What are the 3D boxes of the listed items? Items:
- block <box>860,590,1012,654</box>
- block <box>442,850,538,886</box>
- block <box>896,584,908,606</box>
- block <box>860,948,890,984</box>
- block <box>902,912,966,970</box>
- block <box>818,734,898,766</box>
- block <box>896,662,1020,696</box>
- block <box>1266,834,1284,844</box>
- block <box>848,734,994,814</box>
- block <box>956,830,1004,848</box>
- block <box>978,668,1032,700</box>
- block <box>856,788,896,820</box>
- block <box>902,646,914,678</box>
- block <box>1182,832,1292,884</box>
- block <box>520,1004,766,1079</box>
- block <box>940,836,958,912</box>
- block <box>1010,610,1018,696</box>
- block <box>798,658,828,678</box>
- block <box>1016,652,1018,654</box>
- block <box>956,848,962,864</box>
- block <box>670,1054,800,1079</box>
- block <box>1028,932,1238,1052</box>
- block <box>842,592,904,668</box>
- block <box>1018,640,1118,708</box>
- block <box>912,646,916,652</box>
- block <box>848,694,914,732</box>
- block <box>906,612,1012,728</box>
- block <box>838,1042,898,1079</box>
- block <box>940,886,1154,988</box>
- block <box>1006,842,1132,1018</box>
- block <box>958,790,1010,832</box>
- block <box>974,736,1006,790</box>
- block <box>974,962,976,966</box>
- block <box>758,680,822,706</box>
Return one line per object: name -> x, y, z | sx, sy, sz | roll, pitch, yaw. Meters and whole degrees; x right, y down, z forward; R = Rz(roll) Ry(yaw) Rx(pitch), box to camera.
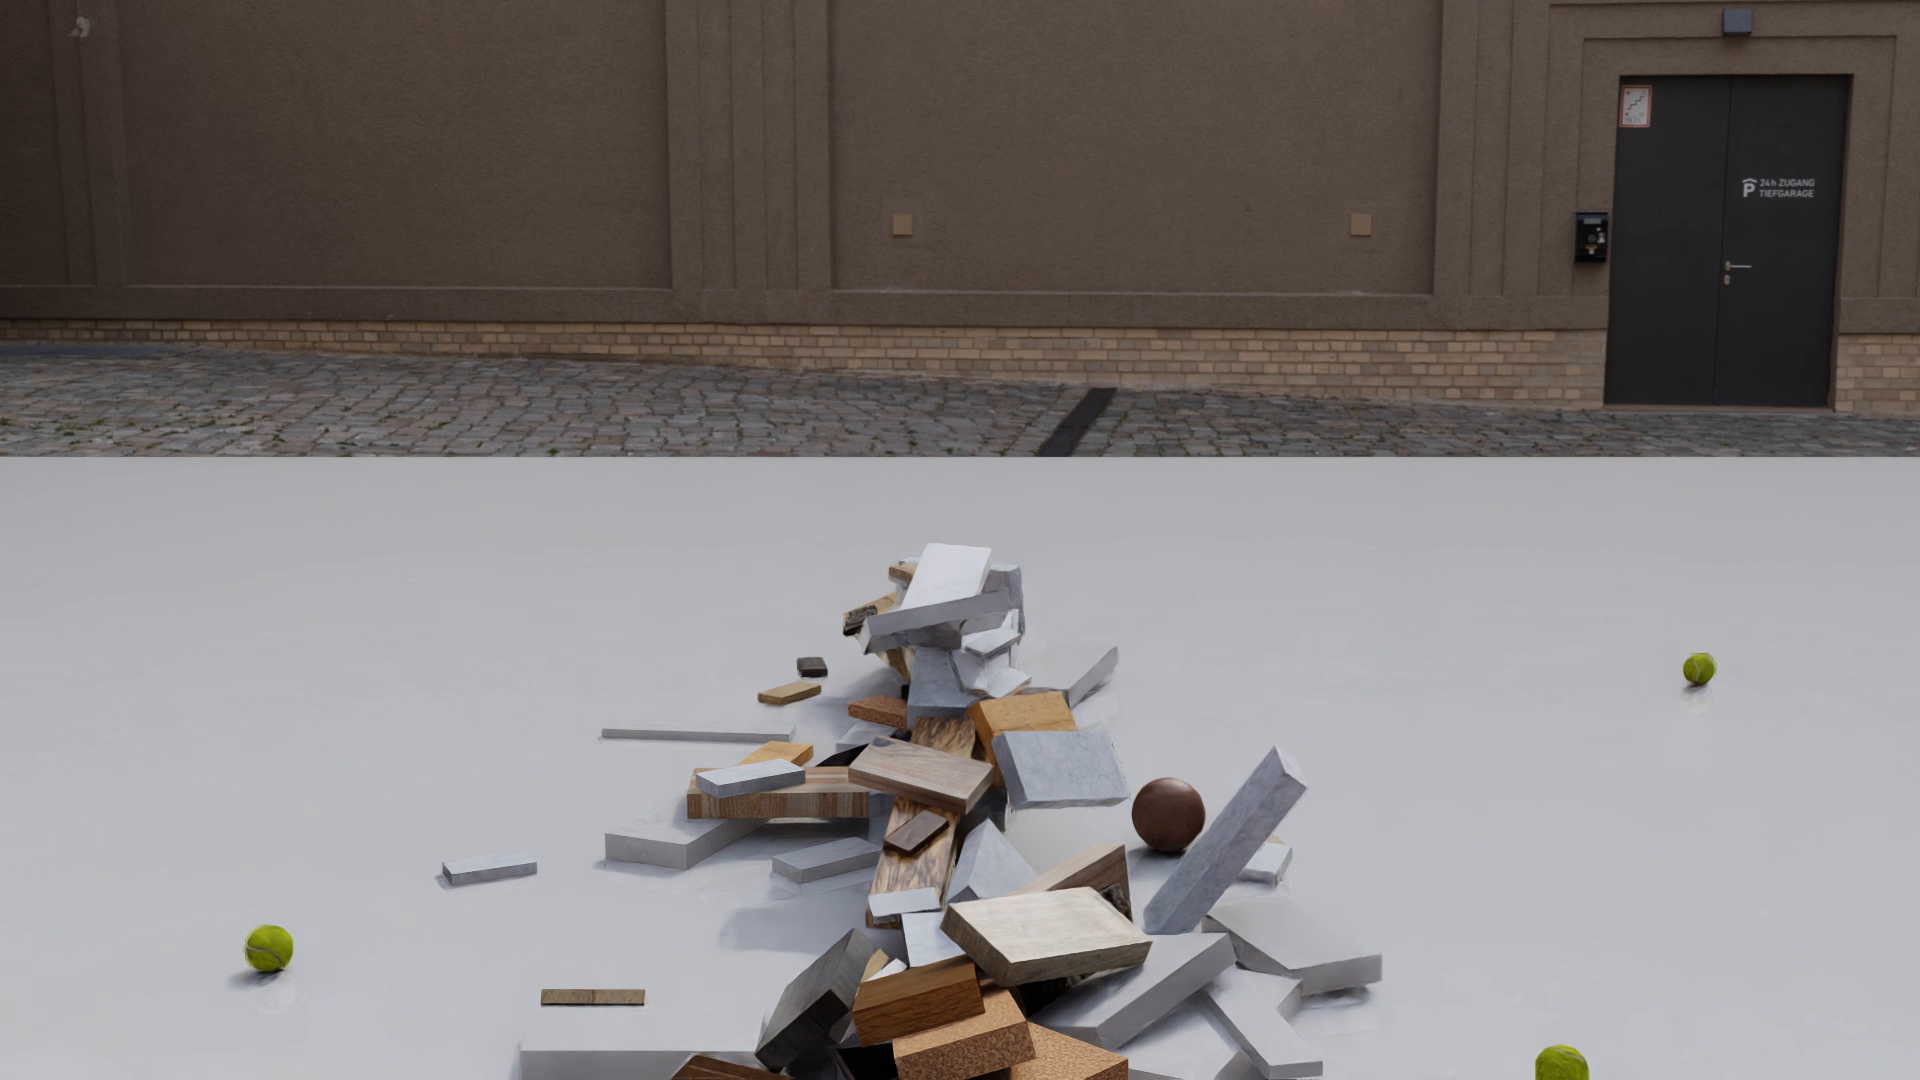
block -> -0.045, 0.146, 3.884 | 0.253, 0.036, 0.126 | -11, -16, -12
block -> -0.806, 0.561, 3.768 | 0.146, 0.021, 0.073 | -5, 12, -25
block -> -0.028, 0.145, 4.510 | 0.151, 0.043, 0.302 | 2, 14, -14
block -> -0.157, 0.646, 3.183 | 0.075, 0.021, 0.149 | -42, -3, 18
block -> -0.035, 0.597, 3.229 | 0.091, 0.026, 0.182 | -1, 15, -5
block -> -0.212, 0.432, 4.313 | 0.094, 0.027, 0.188 | -35, -14, 37
block -> -0.038, 0.258, 4.759 | 0.171, 0.048, 0.623 | -22, 17, -9
block -> 0.499, 0.541, 3.878 | 0.139, 0.020, 0.070 | -2, 11, -10
block -> -0.064, 0.386, 3.628 | 0.215, 0.030, 0.108 | 13, 31, 22
block -> 0.003, 0.524, 3.691 | 0.140, 0.040, 0.279 | 0, 28, 1
block -> 0.077, 0.256, 3.851 | 0.049, 0.014, 0.098 | 21, 33, 31
block -> -0.131, 0.462, 4.230 | 0.162, 0.046, 0.324 | 8, 13, 37
block -> -0.029, 0.227, 4.549 | 0.171, 0.048, 0.341 | 4, 13, -7
block -> 0.477, 0.546, 3.777 | 0.169, 0.024, 0.085 | 5, 28, 26
block -> -0.429, 0.689, 3.015 | 0.314, 0.044, 0.157 | 0, 11, 0
block -> -0.045, 0.536, 3.470 | 0.075, 0.021, 0.216 | 1, 28, 1
block -> 0.020, 0.248, 4.120 | 0.170, 0.048, 0.340 | 2, 35, 2
block -> -0.348, 0.300, 5.186 | 0.059, 0.017, 0.119 | -2, 11, -10
block -> 0.017, 0.287, 4.145 | 0.151, 0.043, 0.380 | 4, 35, 6
block -> -0.017, 0.546, 3.519 | 0.062, 0.017, 0.123 | -1, 40, -2
block -> -0.213, 0.679, 2.525 | 0.045, 0.160, 0.320 | -43, 13, -26
block -> 0.235, 0.631, 3.064 | 0.150, 0.043, 0.301 | -13, 8, 46
block -> -0.132, 0.191, 4.907 | 0.171, 0.048, 0.341 | -23, 17, -13
block -> 0.228, 0.302, 4.990 | 0.163, 0.046, 0.327 | 3, 16, 23
block -> -0.016, 0.207, 4.440 | 0.151, 0.043, 0.302 | 3, 13, -12
block -> -0.130, 0.366, 4.647 | 0.200, 0.028, 0.100 | 9, 13, 42
block -> 0.003, 0.231, 3.965 | 0.170, 0.048, 0.340 | 2, 28, 3
block -> -0.108, 0.716, 2.933 | 0.077, 0.022, 0.155 | -3, 11, -16
block -> 0.122, 0.546, 3.042 | 0.277, 0.039, 0.139 | 2, 26, -43
block -> 0.157, 0.577, 3.278 | 0.047, 0.164, 0.328 | -2, 8, 33
block -> 0.019, 0.408, 3.829 | 0.140, 0.040, 0.279 | 3, 28, 5
block -> 0.008, 0.325, 3.890 | 0.170, 0.048, 0.340 | 0, 28, -1
block -> -0.028, 0.637, 3.263 | 0.091, 0.026, 0.182 | 1, 1, 4
block -> -0.383, 0.344, 4.937 | 0.069, 0.020, 0.139 | 7, 13, 35
